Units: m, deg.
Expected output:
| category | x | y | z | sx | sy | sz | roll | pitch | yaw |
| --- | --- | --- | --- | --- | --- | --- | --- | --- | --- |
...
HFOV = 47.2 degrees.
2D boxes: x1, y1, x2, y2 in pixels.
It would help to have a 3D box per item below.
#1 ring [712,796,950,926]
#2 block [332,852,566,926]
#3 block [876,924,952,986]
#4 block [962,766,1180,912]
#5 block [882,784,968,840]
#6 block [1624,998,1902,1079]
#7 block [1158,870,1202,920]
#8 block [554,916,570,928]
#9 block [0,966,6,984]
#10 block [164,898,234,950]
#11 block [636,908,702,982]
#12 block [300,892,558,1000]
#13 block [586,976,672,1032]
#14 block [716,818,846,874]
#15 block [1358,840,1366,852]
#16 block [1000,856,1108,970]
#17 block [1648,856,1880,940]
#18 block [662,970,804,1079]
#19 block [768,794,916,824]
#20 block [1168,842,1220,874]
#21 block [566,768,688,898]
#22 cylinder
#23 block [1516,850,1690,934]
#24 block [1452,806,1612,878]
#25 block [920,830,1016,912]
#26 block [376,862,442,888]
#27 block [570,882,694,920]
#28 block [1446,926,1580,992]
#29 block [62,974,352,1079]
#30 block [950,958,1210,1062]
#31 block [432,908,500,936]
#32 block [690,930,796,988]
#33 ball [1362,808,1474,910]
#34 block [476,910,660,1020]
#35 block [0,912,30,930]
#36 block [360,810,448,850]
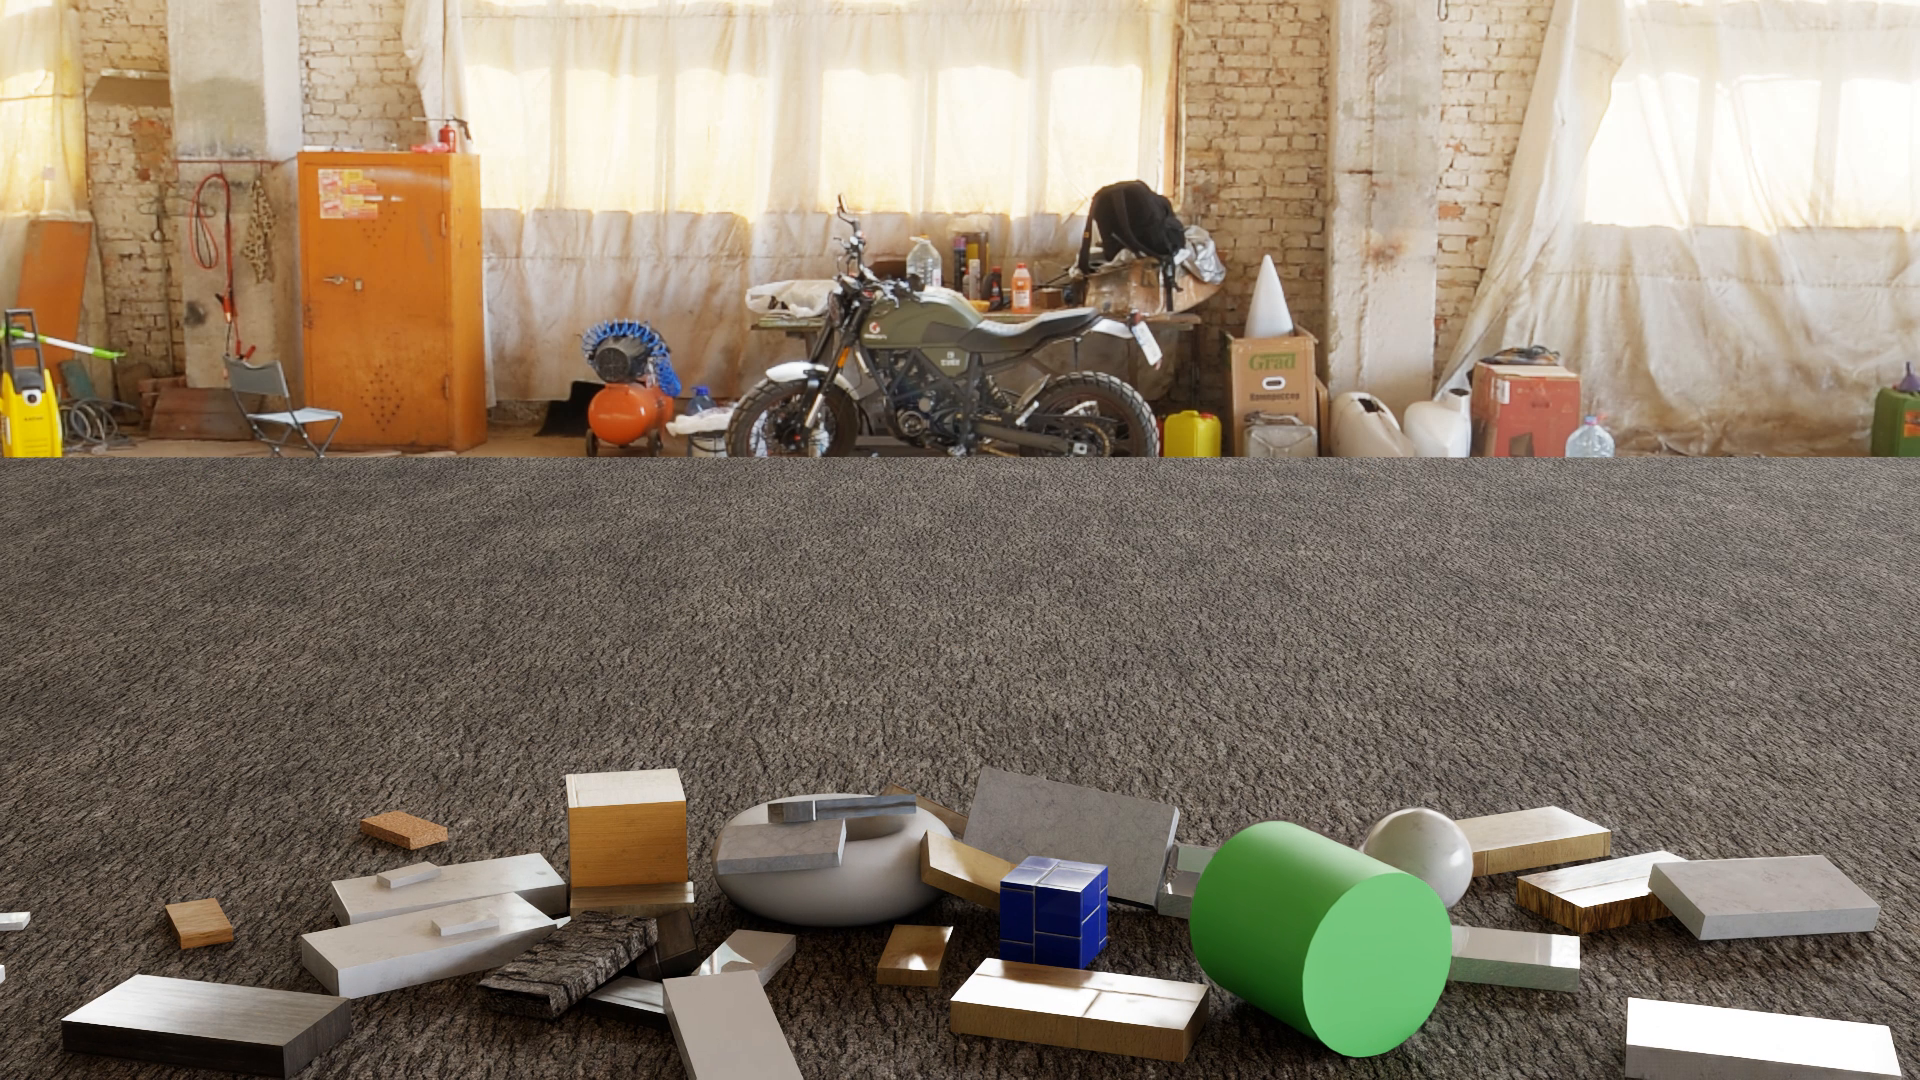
| category | x | y | z | sx | sy | sz | roll | pitch | yaw |
| --- | --- | --- | --- | --- | --- | --- | --- | --- | --- |
| ring | -0.206 | 0.527 | 3.644 | 0.409 | 0.136 | 0.409 | 1 | 10 | 0 |
| block | -0.832 | 0.581 | 3.582 | 0.344 | 0.049 | 0.172 | -5 | 12 | -24 |
| block | -0.067 | 0.634 | 3.361 | 0.091 | 0.026 | 0.183 | 1 | 11 | 7 |
| block | 0.179 | 0.493 | 3.637 | 0.335 | 0.167 | 0.047 | 10 | -19 | 17 |
| block | -0.027 | 0.484 | 3.815 | 0.221 | 0.031 | 0.110 | 25 | -11 | -6 |
| block | 1.082 | 0.694 | 2.982 | 0.341 | 0.047 | 0.167 | 3 | 11 | 17 |
| block | 0.471 | 0.589 | 3.569 | 0.267 | 0.038 | 0.134 | 5 | 12 | 26 |
| block | -0.560 | 0.612 | 3.480 | 0.184 | 0.026 | 0.092 | -9 | 14 | -39 |
| block | -1.473 | 0.662 | 3.221 | 0.078 | 0.022 | 0.156 | 0 | 11 | 2 |
| block | -1.213 | 0.610 | 3.502 | 0.078 | 0.022 | 0.156 | -6 | 12 | -28 |
| block | -0.450 | 0.620 | 3.363 | 0.092 | 0.026 | 0.185 | -20 | 14 | -8 |
| block | -0.812 | 0.620 | 3.373 | 0.344 | 0.049 | 0.172 | -7 | 13 | -33 |
| block | -0.435 | 0.670 | 3.165 | 0.184 | 0.026 | 0.092 | 5 | 12 | 27 |
| block | -0.281 | 0.484 | 3.479 | 0.193 | 0.027 | 0.096 | -5 | 26 | 6 |
| block | 0.721 | 0.559 | 3.770 | 0.089 | 0.025 | 0.177 | 4 | 11 | 21 |
| block | 0.145 | 0.576 | 3.393 | 0.129 | 0.129 | 0.129 | 4 | 11 | 22 |
| block | 1.285 | 0.571 | 3.519 | 0.315 | 0.045 | 0.158 | 0 | 23 | -15 |
| block | -0.297 | 0.692 | 2.934 | 0.133 | 0.038 | 0.447 | -3 | 15 | -16 |
| block | -0.193 | 0.437 | 3.578 | 0.220 | 0.031 | 0.110 | -1 | -7 | -18 |
| block | 0.483 | 0.540 | 3.643 | 0.267 | 0.038 | 0.134 | 8 | -5 | -2 |
| block | -0.553 | 0.500 | 3.645 | 0.186 | 0.186 | 0.186 | -2 | 11 | -11 |
| cylinder | 0.508 | 0.560 | 3.115 | 0.262 | 0.262 | 0.262 | -6 | 12 | -29 |
| block | 1.091 | 0.577 | 3.617 | 0.315 | 0.045 | 0.157 | -5 | 12 | -25 |
| block | 0.966 | 0.530 | 3.869 | 0.315 | 0.045 | 0.158 | -5 | 11 | -23 |
| block | 0.042 | 0.543 | 3.519 | 0.221 | 0.031 | 0.110 | 24 | 20 | -14 |
| block | -0.901 | 0.547 | 3.596 | 0.092 | 0.013 | 0.046 | -10 | 14 | -42 |
| block | -0.522 | 0.579 | 3.510 | 0.193 | 0.027 | 0.096 | -1 | 11 | -8 |
| block | 0.801 | 0.632 | 3.341 | 0.267 | 0.038 | 0.134 | 3 | 11 | 15 |
| block | -1.049 | 0.677 | 3.068 | 0.344 | 0.049 | 0.172 | 3 | 11 | 15 |
| block | 0.172 | 0.666 | 3.128 | 0.335 | 0.047 | 0.167 | 3 | 11 | 18 |
| block | -0.760 | 0.588 | 3.379 | 0.092 | 0.013 | 0.046 | -6 | 12 | -31 |
| block | -0.326 | 0.640 | 3.327 | 0.096 | 0.027 | 0.193 | 3 | 11 | 15 |
| ball | 0.738 | 0.522 | 3.553 | 0.176 | 0.176 | 0.176 | 0 | 11 | 0 |
| block | -0.579 | 0.627 | 3.265 | 0.133 | 0.038 | 0.266 | 1 | 16 | 28 |
| block | -1.541 | 0.612 | 3.517 | 0.092 | 0.013 | 0.046 | -2 | 11 | -9 |
| block | -1.004 | 0.523 | 3.969 | 0.156 | 0.022 | 0.078 | 9 | 14 | 41 |
